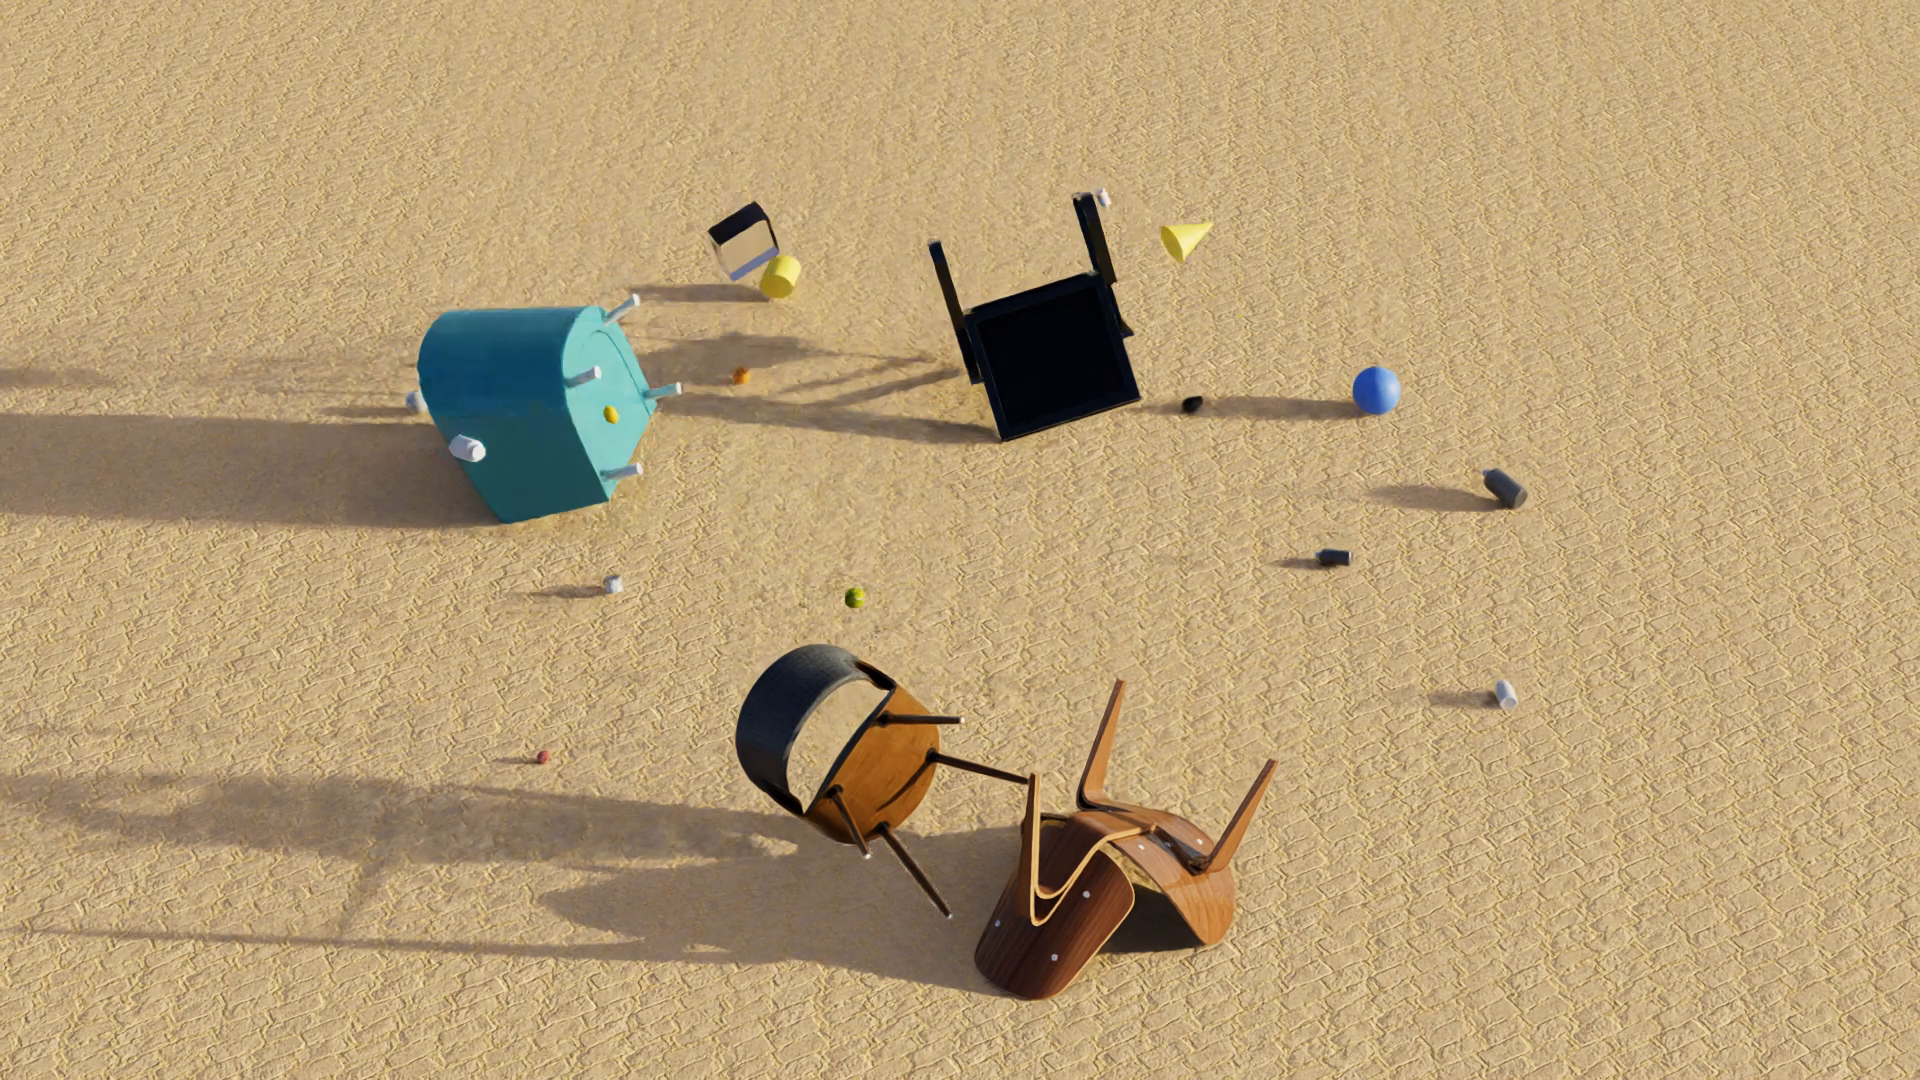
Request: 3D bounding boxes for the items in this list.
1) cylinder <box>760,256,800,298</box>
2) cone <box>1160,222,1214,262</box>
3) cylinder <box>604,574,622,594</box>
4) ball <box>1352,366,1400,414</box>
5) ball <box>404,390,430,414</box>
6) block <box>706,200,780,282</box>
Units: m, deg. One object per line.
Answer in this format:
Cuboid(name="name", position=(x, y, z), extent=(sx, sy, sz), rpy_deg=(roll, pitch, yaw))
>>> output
Cuboid(name="cylinder", position=(-0.766, -1.121, 12.489), extent=(0.147, 0.129, 0.136), rpy_deg=(-9, 39, 24))
Cuboid(name="cone", position=(0.922, -1.213, 11.587), extent=(0.205, 0.144, 0.164), rpy_deg=(-28, 63, -16))
Cuboid(name="cylinder", position=(-1.258, 0.161, 10.634), extent=(0.061, 0.051, 0.080), rpy_deg=(-2, 16, 17))
Cuboid(name="ball", position=(1.657, -0.594, 11.672), extent=(0.192, 0.192, 0.192), rpy_deg=(0, 33, 0))
Cuboid(name="ball", position=(-2.162, -0.548, 11.687), extent=(0.099, 0.099, 0.099), rpy_deg=(0, 33, 0))
Cuboid(name="block", position=(-0.842, -1.162, 11.422), extent=(0.224, 0.236, 0.105), rpy_deg=(-33, 61, -11))
